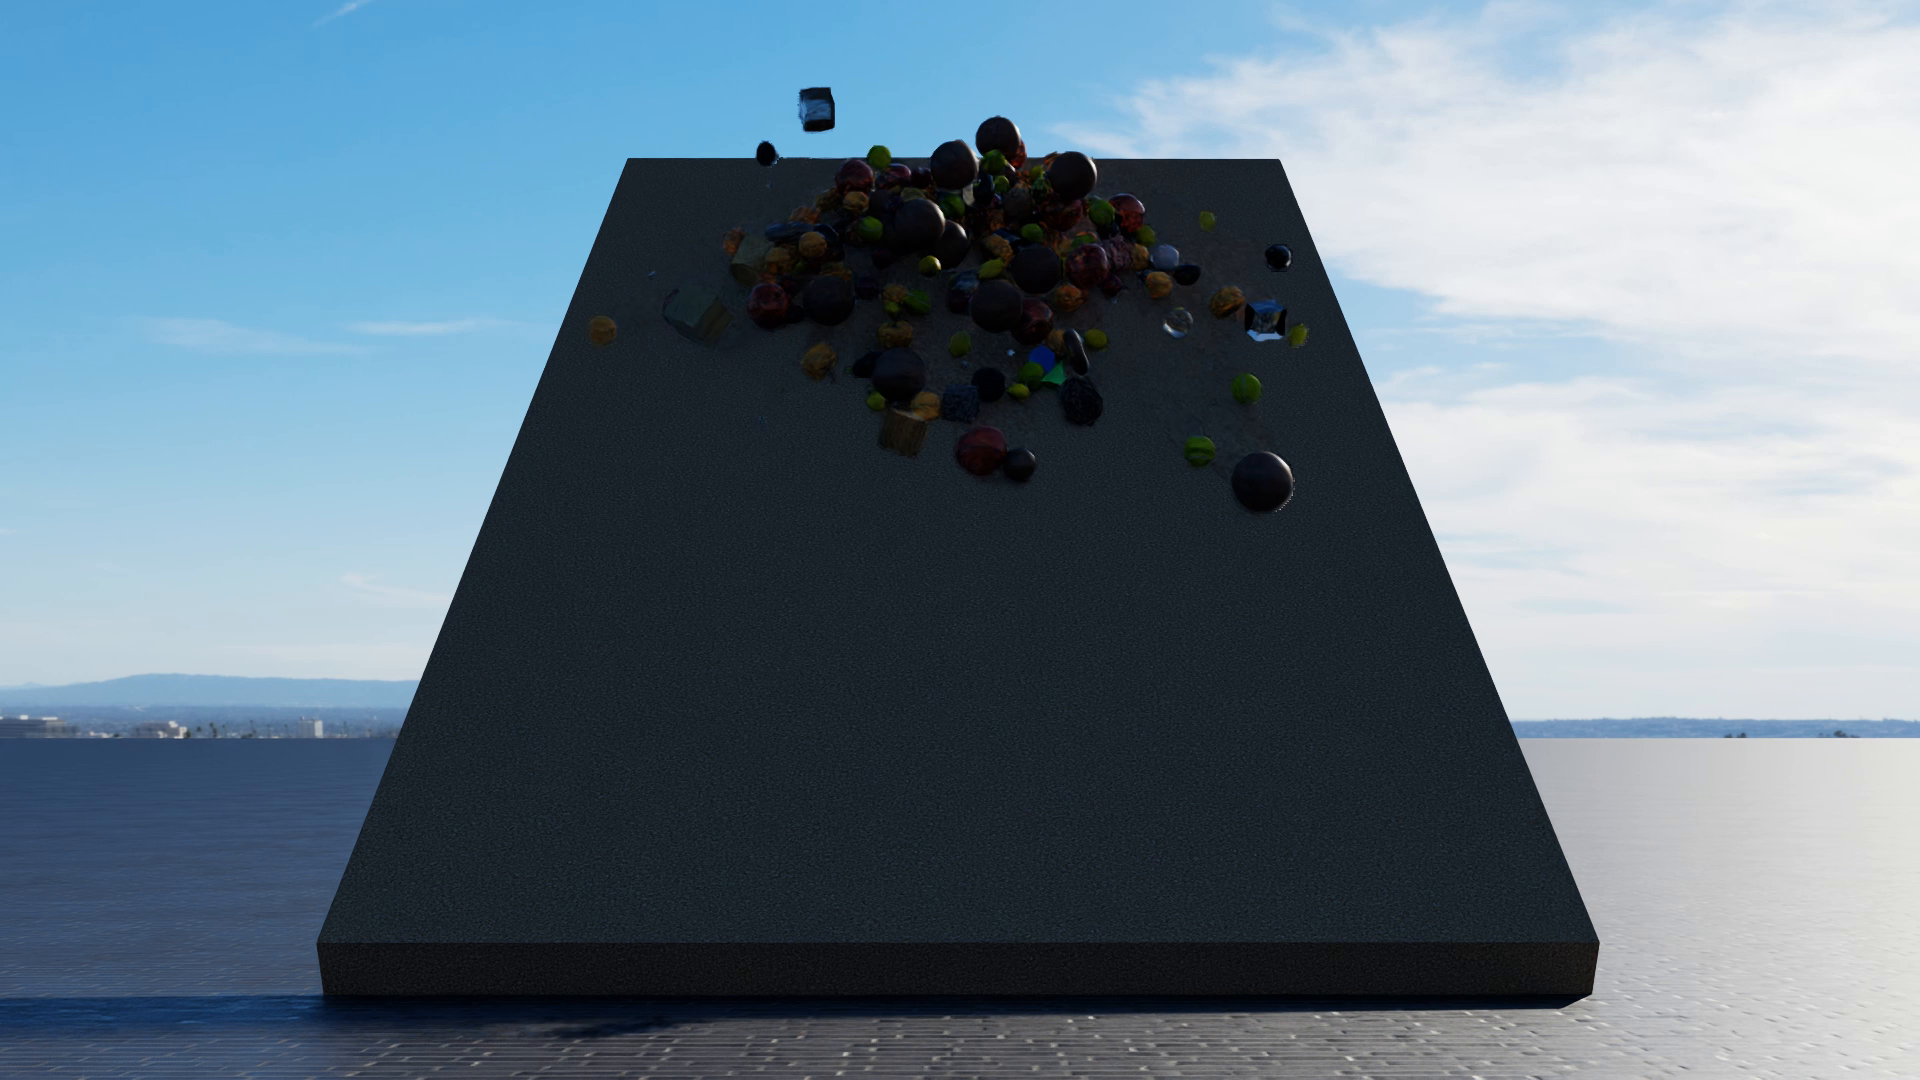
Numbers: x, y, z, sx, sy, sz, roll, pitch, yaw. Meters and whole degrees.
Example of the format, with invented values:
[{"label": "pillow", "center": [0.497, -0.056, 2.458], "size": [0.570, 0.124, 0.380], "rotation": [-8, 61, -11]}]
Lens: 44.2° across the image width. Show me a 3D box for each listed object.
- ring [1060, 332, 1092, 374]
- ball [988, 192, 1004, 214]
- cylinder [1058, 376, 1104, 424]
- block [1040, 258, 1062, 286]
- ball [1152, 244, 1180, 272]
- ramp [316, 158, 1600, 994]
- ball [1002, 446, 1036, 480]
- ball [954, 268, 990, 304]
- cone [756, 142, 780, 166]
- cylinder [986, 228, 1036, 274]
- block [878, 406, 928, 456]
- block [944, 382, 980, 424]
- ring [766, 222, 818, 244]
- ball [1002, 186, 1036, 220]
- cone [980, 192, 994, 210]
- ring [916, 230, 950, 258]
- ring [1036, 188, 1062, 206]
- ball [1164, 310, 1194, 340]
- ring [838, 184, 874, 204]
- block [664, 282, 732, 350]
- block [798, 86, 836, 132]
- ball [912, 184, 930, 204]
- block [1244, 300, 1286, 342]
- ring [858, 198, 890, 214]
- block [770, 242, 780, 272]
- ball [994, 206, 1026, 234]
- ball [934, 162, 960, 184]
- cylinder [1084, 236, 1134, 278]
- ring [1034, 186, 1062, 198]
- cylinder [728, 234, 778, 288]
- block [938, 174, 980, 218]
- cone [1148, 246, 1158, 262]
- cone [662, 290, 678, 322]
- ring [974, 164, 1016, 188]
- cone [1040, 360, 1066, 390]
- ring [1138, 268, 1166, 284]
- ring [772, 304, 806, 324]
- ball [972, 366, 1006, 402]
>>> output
[{"label": "ring", "center": [0.279, -0.451, 5.686], "size": [0.038, 0.115, 0.115], "rotation": [-33, -14, 13]}, {"label": "ball", "center": [0.114, -0.941, 6.638], "size": [0.067, 0.067, 0.067], "rotation": [0, -5, 0]}, {"label": "cylinder", "center": [0.280, -0.325, 5.484], "size": [0.087, 0.087, 0.087], "rotation": [1, 26, -12]}, {"label": "block", "center": [0.242, -0.710, 6.284], "size": [0.056, 0.056, 0.056], "rotation": [2, 27, 4]}, {"label": "ball", "center": [0.553, -0.758, 6.361], "size": [0.073, 0.073, 0.073], "rotation": [0, -5, 0]}, {"label": "ramp", "center": [-0.010, -0.227, 5.496], "size": [2.000, 0.100, 4.000], "rotation": [0, 27, 0]}, {"label": "ball", "center": [0.129, -0.167, 5.183], "size": [0.074, 0.074, 0.074], "rotation": [0, -5, 0]}, {"label": "ball", "center": [0.029, -0.656, 6.133], "size": [0.093, 0.093, 0.093], "rotation": [0, -5, 0]}, {"label": "cone", "center": [-0.500, -1.032, 6.333], "size": [0.065, 0.065, 0.065], "rotation": [-3, 4, 32]}, {"label": "cylinder", "center": [0.135, -0.778, 6.369], "size": [0.100, 0.100, 0.100], "rotation": [3, 22, -32]}, {"label": "block", "center": [-0.126, -0.240, 5.239], "size": [0.080, 0.080, 0.080], "rotation": [18, 9, -14]}, {"label": "block", "center": [0.004, -0.318, 5.491], "size": [0.067, 0.067, 0.067], "rotation": [7, 28, 14]}, {"label": "ring", "center": [-0.453, -0.826, 6.354], "size": [0.141, 0.047, 0.141], "rotation": [-6, 12, 1]}, {"label": "ball", "center": [0.161, -0.919, 6.453], "size": [0.089, 0.089, 0.089], "rotation": [0, -5, 0]}, {"label": "cone", "center": [0.083, -0.961, 6.790], "size": [0.056, 0.056, 0.056], "rotation": [-30, -2, -5]}, {"label": "ring", "center": [-0.074, -0.807, 6.462], "size": [0.106, 0.035, 0.106], "rotation": [-26, 26, 14]}, {"label": "ring", "center": [0.255, -0.988, 6.831], "size": [0.077, 0.026, 0.077], "rotation": [0, -21, 0]}, {"label": "ball", "center": [0.511, -0.504, 5.537], "size": [0.072, 0.072, 0.072], "rotation": [0, -5, 0]}, {"label": "ring", "center": [-0.303, -1.010, 6.898], "size": [0.107, 0.036, 0.107], "rotation": [-2, 27, 1]}, {"label": "block", "center": [-0.629, -0.539, 5.684], "size": [0.099, 0.099, 0.099], "rotation": [28, -15, 30]}, {"label": "block", "center": [-0.382, -1.147, 6.309], "size": [0.080, 0.080, 0.080], "rotation": [-7, -37, -14]}, {"label": "ball", "center": [-0.115, -1.002, 6.864], "size": [0.055, 0.055, 0.055], "rotation": [0, -5, 0]}, {"label": "block", "center": [0.767, -0.552, 5.950], "size": [0.075, 0.075, 0.075], "rotation": [-8, 28, -16]}, {"label": "ring", "center": [-0.246, -0.960, 6.798], "size": [0.093, 0.031, 0.093], "rotation": [6, 22, -2]}, {"label": "block", "center": [-0.526, -0.766, 6.382], "size": [0.062, 0.062, 0.062], "rotation": [6, 27, 11]}, {"label": "ball", "center": [0.139, -0.884, 6.588], "size": [0.093, 0.093, 0.093], "rotation": [0, -5, 0]}, {"label": "ball", "center": [-0.038, -1.027, 6.665], "size": [0.075, 0.075, 0.075], "rotation": [0, -5, 0]}, {"label": "cylinder", "center": [0.396, -0.756, 6.326], "size": [0.095, 0.095, 0.095], "rotation": [-20, 7, -33]}, {"label": "ring", "center": [0.255, -1.013, 6.907], "size": [0.084, 0.028, 0.084], "rotation": [-11, 23, 5]}, {"label": "cylinder", "center": [-0.539, -0.728, 6.168], "size": [0.098, 0.098, 0.098], "rotation": [19, -27, 10]}, {"label": "block", "center": [-0.003, -0.954, 6.559], "size": [0.086, 0.086, 0.086], "rotation": [-10, -14, 33]}, {"label": "cone", "center": [0.528, -0.780, 6.459], "size": [0.052, 0.052, 0.052], "rotation": [1, 8, -18]}, {"label": "cone", "center": [-0.700, -0.587, 6.052], "size": [0.087, 0.087, 0.087], "rotation": [14, -13, -39]}, {"label": "ring", "center": [0.106, -1.079, 7.029], "size": [0.125, 0.042, 0.125], "rotation": [3, 29, -2]}, {"label": "cone", "center": [0.231, -0.396, 5.596], "size": [0.070, 0.070, 0.070], "rotation": [15, -9, 3]}, {"label": "ring", "center": [0.512, -0.700, 6.300], "size": [0.078, 0.026, 0.078], "rotation": [1, 28, 0]}, {"label": "ring", "center": [-0.438, -0.578, 6.047], "size": [0.087, 0.029, 0.087], "rotation": [0, 28, 0]}, {"label": "ball", "center": [0.067, -0.367, 5.572], "size": [0.082, 0.082, 0.082], "rotation": [0, -5, 0]}]
